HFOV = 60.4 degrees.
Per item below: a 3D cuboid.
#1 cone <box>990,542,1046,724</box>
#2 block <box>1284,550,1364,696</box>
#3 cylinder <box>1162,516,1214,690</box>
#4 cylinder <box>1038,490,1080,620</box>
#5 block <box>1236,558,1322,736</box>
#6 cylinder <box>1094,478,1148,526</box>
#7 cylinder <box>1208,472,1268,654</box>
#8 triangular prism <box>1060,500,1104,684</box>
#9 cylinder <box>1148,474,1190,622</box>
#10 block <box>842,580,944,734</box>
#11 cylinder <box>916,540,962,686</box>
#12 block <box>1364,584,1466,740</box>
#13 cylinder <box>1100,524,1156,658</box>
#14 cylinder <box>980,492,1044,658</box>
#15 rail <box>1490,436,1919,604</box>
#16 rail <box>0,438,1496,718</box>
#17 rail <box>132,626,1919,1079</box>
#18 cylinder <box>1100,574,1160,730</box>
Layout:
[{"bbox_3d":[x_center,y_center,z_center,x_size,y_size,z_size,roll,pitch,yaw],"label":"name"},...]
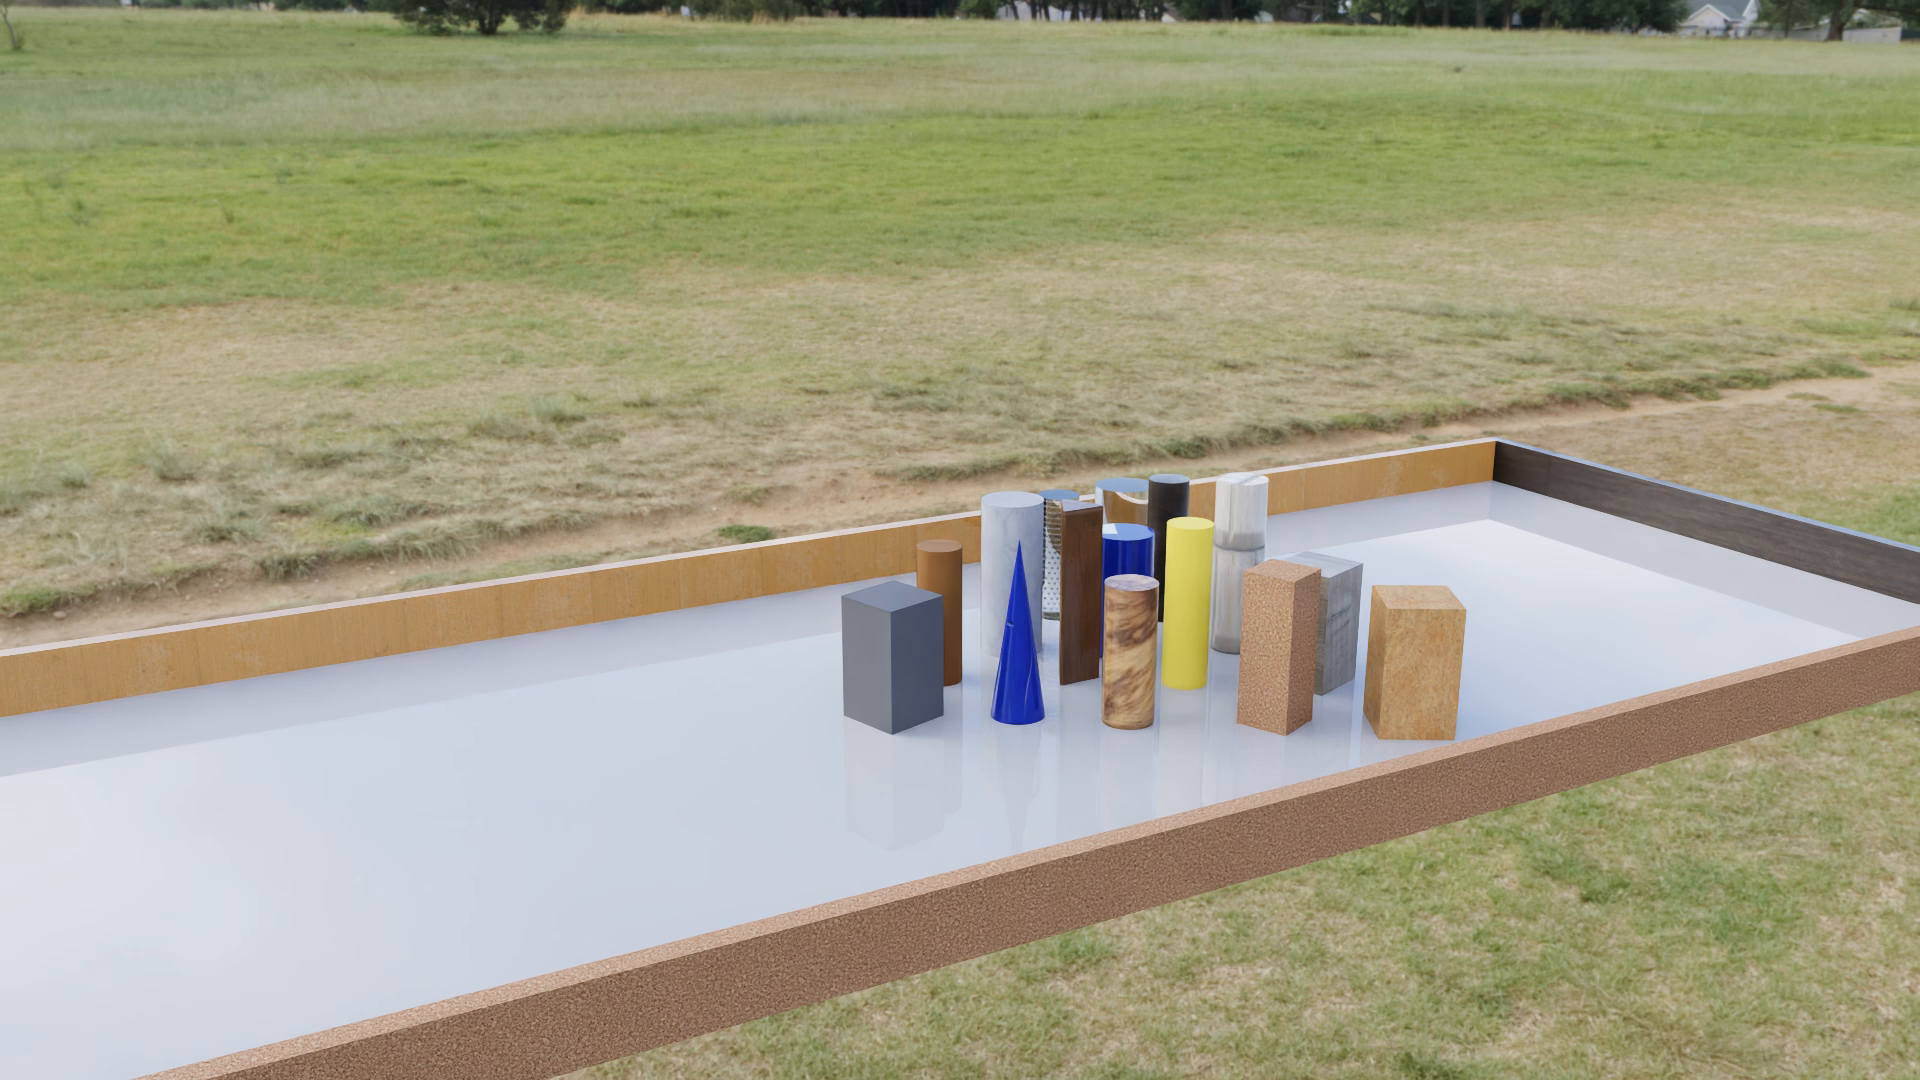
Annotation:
[{"bbox_3d":[0.138,0.206,3.877,0.132,0.438,0.132,0,16,0],"label":"cone"},{"bbox_3d":[0.883,0.205,4.117,0.161,0.305,0.161,14,22,40],"label":"block"},{"bbox_3d":[0.563,0.157,4.086,0.114,0.413,0.114,0,16,0],"label":"cylinder"},{"bbox_3d":[0.272,0.041,4.598,0.115,0.347,0.115,0,16,0],"label":"cylinder"},{"bbox_3d":[0.743,0.249,3.844,0.129,0.375,0.129,13,21,37],"label":"block"},{"bbox_3d":[0.481,-0.013,4.853,0.174,0.308,0.174,0,16,0],"label":"cylinder"},{"bbox_3d":[0.730,0.062,4.329,0.134,0.460,0.134,0,16,0],"label":"cylinder"},{"bbox_3d":[0.279,0.127,4.124,0.114,0.451,0.098,-9,19,-27],"label":"triangular prism"},{"bbox_3d":[0.573,0.023,4.571,0.111,0.398,0.111,0,16,0],"label":"cylinder"},{"bbox_3d":[-0.158,0.274,3.890,0.168,0.301,0.168,16,22,42],"label":"block"},{"bbox_3d":[-0.051,0.182,4.116,0.114,0.350,0.114,0,16,0],"label":"cylinder"},{"bbox_3d":[1.052,0.283,3.830,0.174,0.317,0.174,0,16,2],"label":"block"},{"bbox_3d":[0.424,0.135,4.314,0.162,0.327,0.162,0,16,0],"label":"cylinder"},{"bbox_3d":[0.136,0.091,4.320,0.163,0.409,0.163,0,16,0],"label":"cylinder"},{"bbox_3d":[2.466,-0.048,5.253,0.050,0.150,2.100,-9,18,-27],"label":"rail"},{"bbox_3d":[-3.305,0.497,3.399,12.000,0.150,0.050,-9,18,-27],"label":"rail"},{"bbox_3d":[-2.336,1.006,1.665,12.000,0.150,0.050,-9,18,-27],"label":"rail"},{"bbox_3d":[0.397,0.262,3.858,0.126,0.341,0.126,0,16,0],"label":"cylinder"}]
